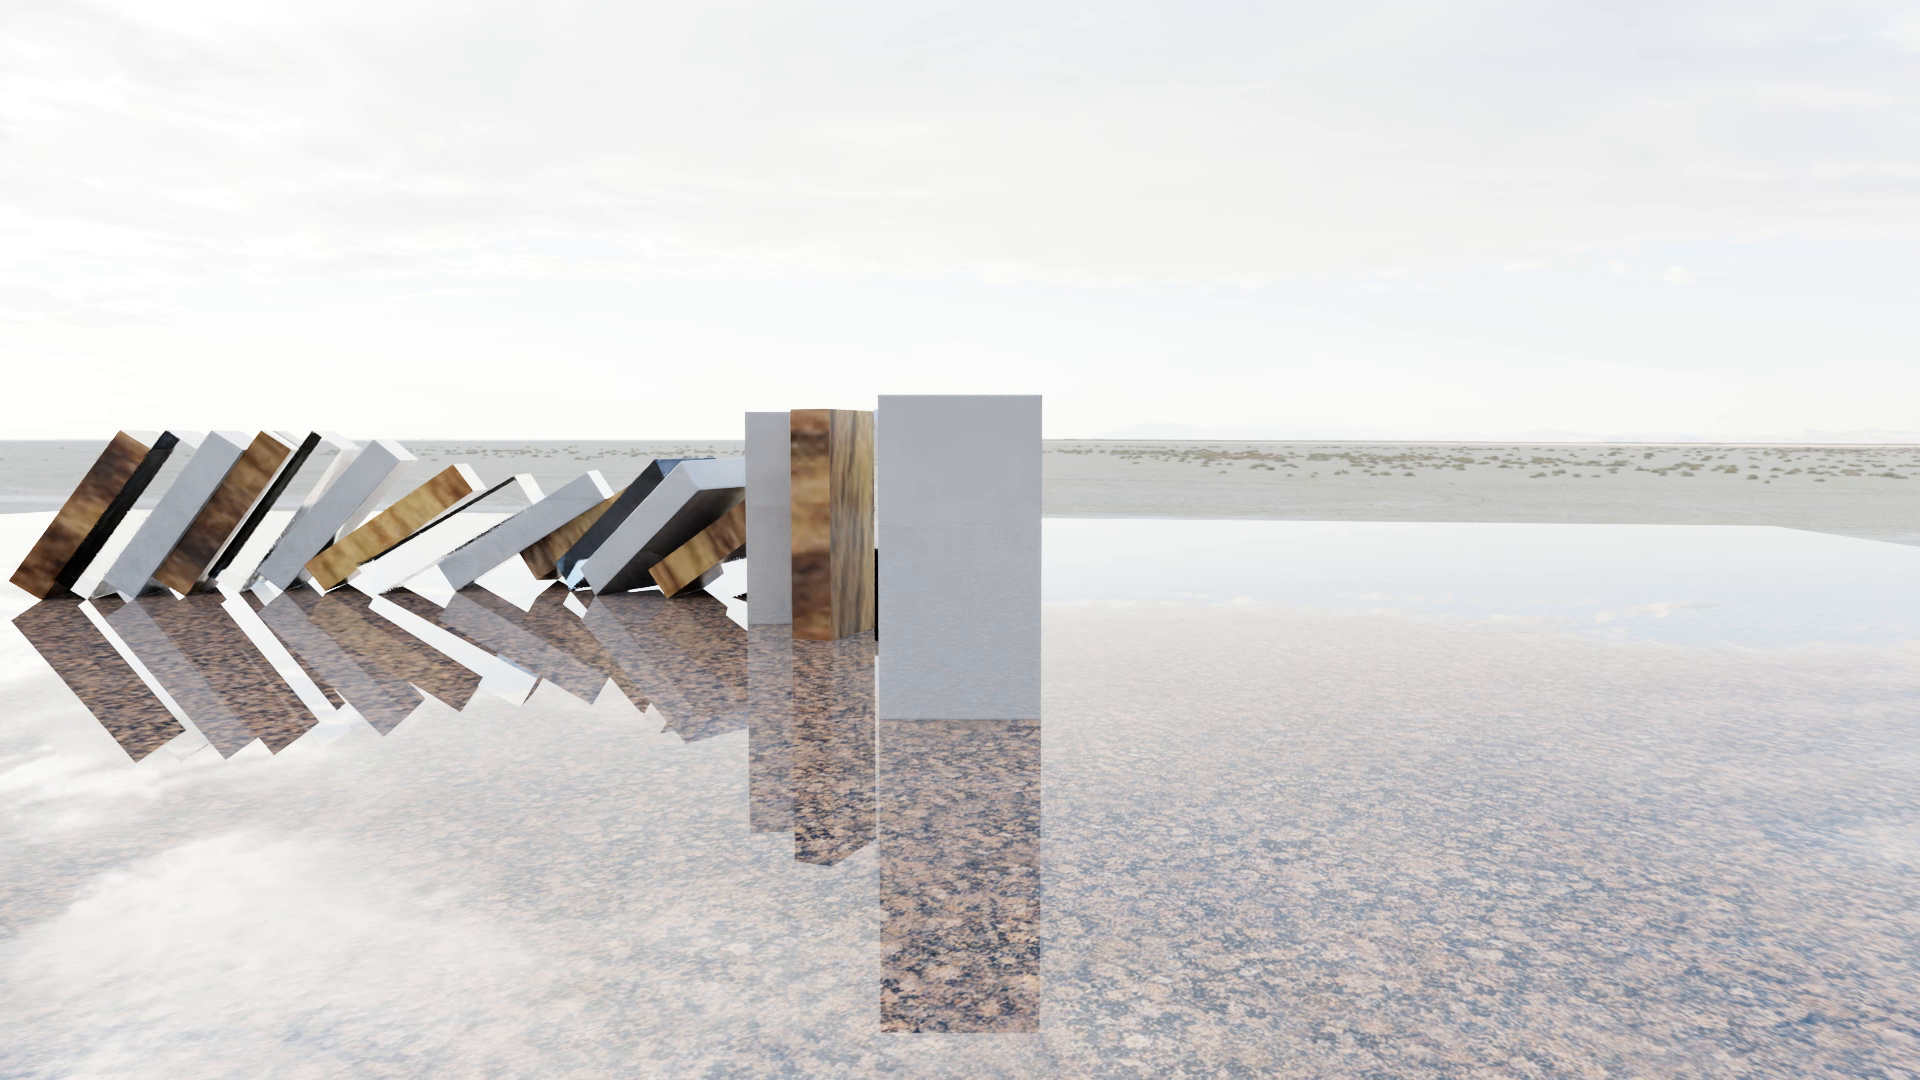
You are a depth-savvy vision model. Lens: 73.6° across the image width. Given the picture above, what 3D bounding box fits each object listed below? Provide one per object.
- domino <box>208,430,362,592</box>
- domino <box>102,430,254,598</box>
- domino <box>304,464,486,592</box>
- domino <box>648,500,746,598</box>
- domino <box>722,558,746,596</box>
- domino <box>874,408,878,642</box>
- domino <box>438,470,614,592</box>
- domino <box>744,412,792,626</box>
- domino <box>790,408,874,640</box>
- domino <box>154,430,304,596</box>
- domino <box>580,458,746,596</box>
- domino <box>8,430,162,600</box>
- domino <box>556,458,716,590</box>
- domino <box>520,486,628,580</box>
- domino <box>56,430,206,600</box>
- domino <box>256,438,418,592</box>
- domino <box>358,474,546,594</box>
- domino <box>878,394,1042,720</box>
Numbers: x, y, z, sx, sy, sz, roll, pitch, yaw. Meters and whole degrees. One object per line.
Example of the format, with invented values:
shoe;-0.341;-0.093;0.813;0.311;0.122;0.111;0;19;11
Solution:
domino;-0.199;-0.009;0.379;0.009;0.050;0.025;35;-4;-13
domino;-0.219;-0.008;0.365;0.009;0.050;0.025;35;-4;-13
domino;-0.167;-0.004;0.382;0.050;0.010;0.025;-36;10;-8
domino;-0.061;-0.003;0.360;0.050;0.010;0.025;-35;-3;12
domino;-0.039;0.004;0.363;0.050;0.009;0.025;-16;1;12
domino;-0.005;-0.003;0.279;0.025;0.050;0.009;-3;5;-35
domino;-0.129;-0.003;0.384;0.050;0.010;0.025;-32;8;-5
domino;-0.038;-0.005;0.306;0.025;0.050;0.009;-1;4;-8
domino;-0.028;-0.004;0.289;0.010;0.050;0.025;2;5;22
domino;-0.209;-0.008;0.371;0.009;0.050;0.025;35;-4;-13
domino;-0.081;-0.004;0.360;0.050;0.009;0.025;-41;-16;28
domino;-0.242;-0.008;0.362;0.010;0.050;0.025;35;-4;-13
domino;-0.092;-0.005;0.372;0.050;0.010;0.025;-40;-15;27
domino;-0.107;-0.005;0.391;0.050;0.010;0.025;-32;1;-4
domino;-0.231;-0.008;0.363;0.010;0.050;0.025;35;-4;-13
domino;-0.185;-0.008;0.383;0.009;0.050;0.025;41;-5;-12
domino;-0.148;-0.002;0.376;0.050;0.010;0.025;-31;8;-5
domino;0.000;0.002;0.201;0.025;0.050;0.009;0;4;0
